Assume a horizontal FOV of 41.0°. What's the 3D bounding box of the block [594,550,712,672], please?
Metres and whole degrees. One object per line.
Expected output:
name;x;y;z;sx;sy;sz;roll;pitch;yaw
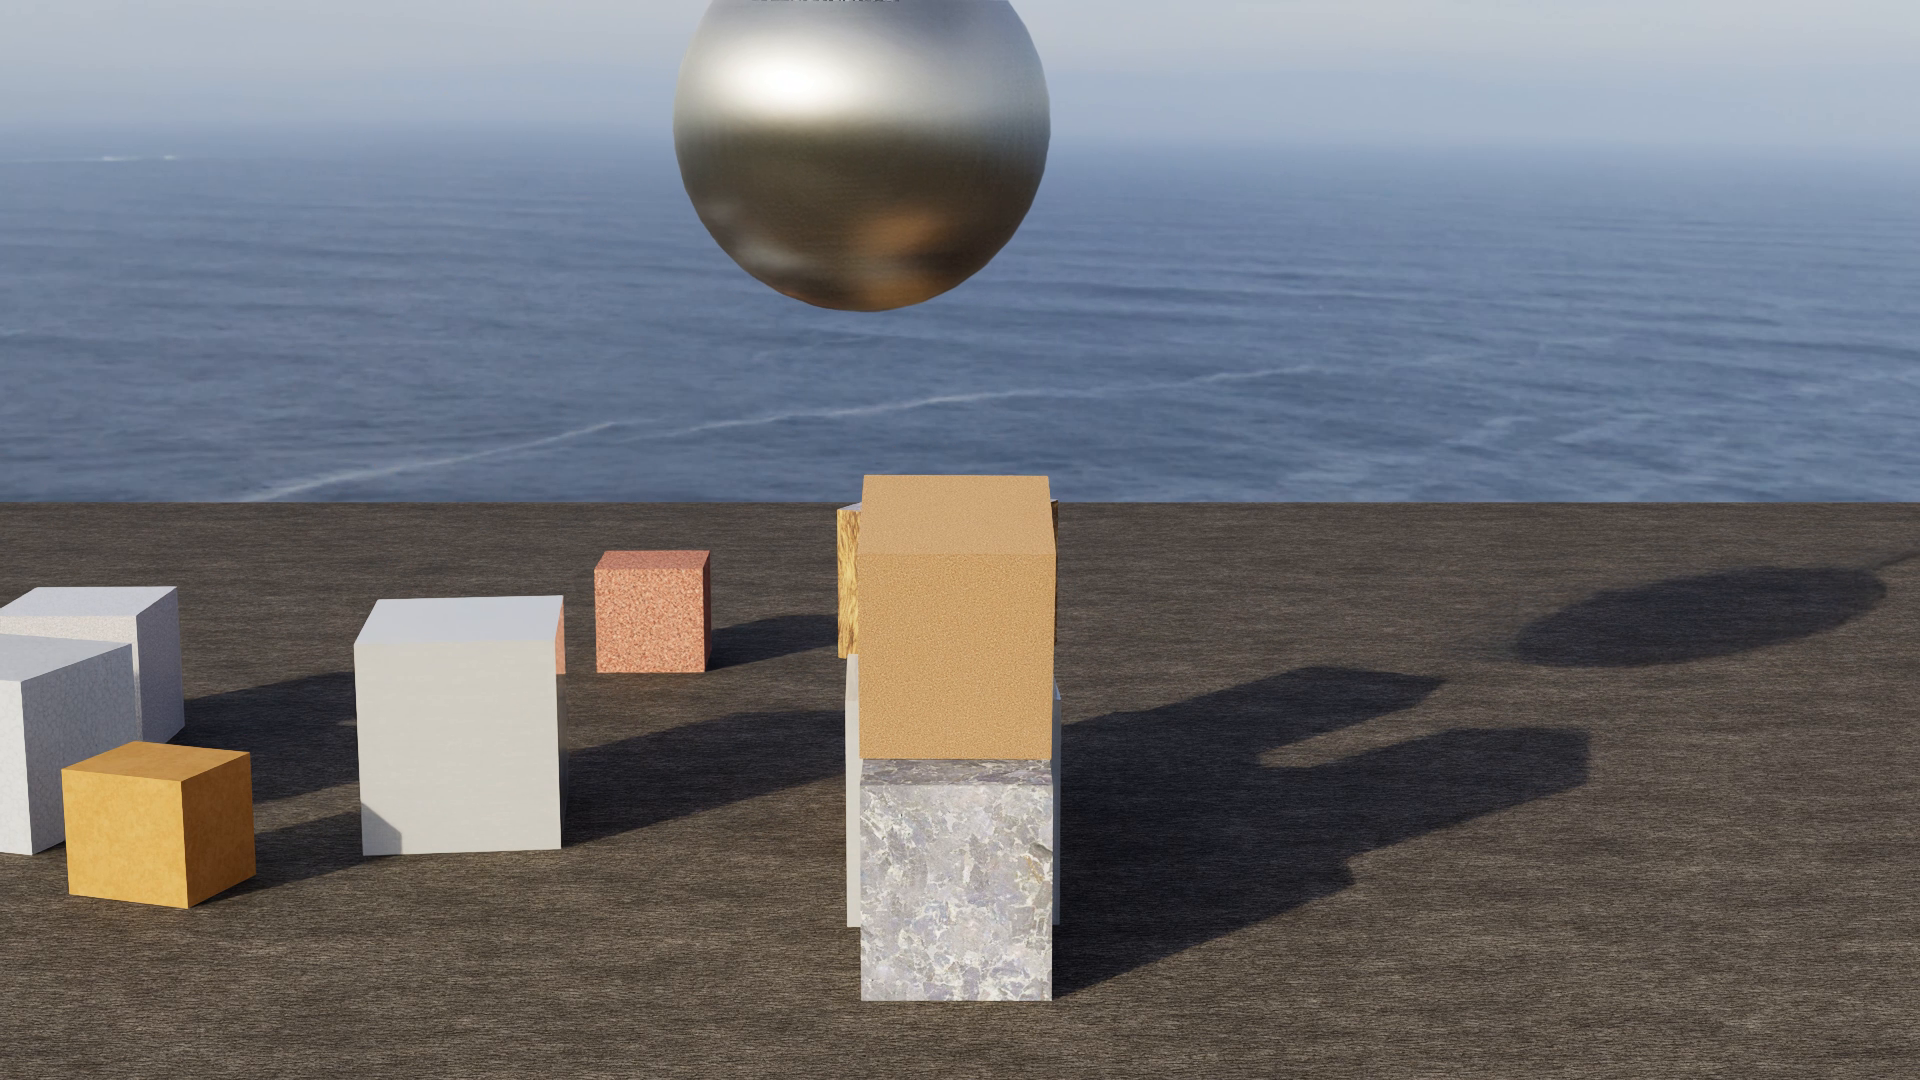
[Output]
block;-1.843;0.426;15.474;0.636;0.625;0.591;0;10;-1

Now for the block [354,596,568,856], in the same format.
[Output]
block;-2.330;0.853;12.122;0.891;0.984;1.001;-1;10;-6

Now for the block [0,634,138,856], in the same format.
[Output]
block;-4.506;0.942;12.120;0.853;0.810;0.832;3;11;17

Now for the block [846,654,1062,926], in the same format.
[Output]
block;-0.041;1.057;11.050;0.887;0.967;0.871;0;10;-2

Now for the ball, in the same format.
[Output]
ball;-0.416;-1.767;10.859;1.600;1.600;1.600;0;10;0

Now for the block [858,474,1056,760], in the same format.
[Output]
block;-0.017;0.297;10.269;0.752;0.873;0.826;0;23;0

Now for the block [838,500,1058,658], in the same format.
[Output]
block;-0.052;0.183;12.299;0.826;0.715;0.717;5;11;25

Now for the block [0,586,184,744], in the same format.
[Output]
block;-4.595;0.701;13.543;0.752;0.774;0.754;0;10;-1

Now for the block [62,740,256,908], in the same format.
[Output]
block;-3.494;1.235;11.210;0.605;0.559;0.502;4;11;19

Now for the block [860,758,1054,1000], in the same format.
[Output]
block;-0.014;1.270;10.193;0.730;0.854;0.866;0;10;0
